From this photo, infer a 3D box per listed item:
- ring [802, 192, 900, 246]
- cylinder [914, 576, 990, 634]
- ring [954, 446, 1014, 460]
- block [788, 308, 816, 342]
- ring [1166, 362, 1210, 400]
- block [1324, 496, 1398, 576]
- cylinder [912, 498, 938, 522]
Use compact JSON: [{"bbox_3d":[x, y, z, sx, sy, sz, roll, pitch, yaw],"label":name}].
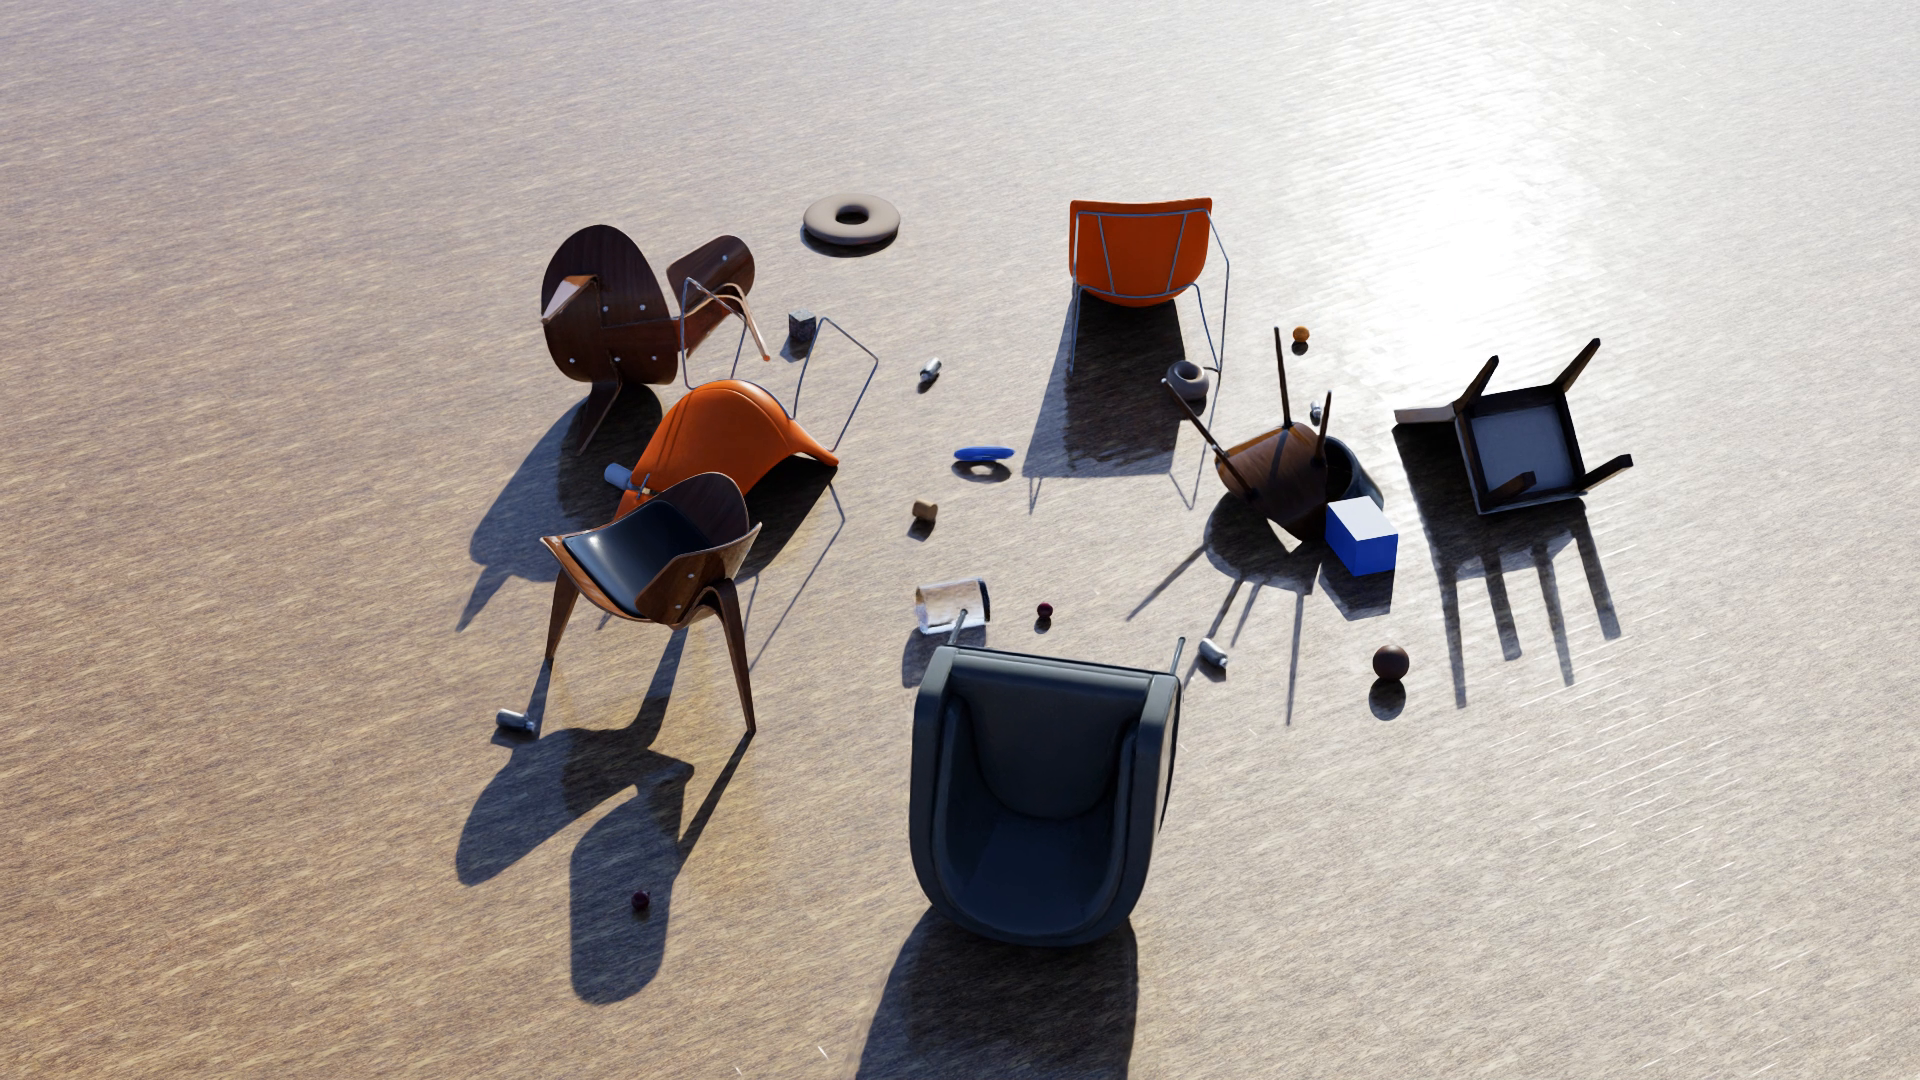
[{"bbox_3d":[-0.482,-1.428,13.053,0.436,0.066,0.466,-2,34,-4],"label":"ring"},{"bbox_3d":[-0.027,0.234,10.429,0.230,0.178,0.169,-9,56,-14],"label":"cylinder"},{"bbox_3d":[0.095,-0.338,11.387,0.242,0.086,0.039,-2,72,9],"label":"ring"},{"bbox_3d":[-0.656,-0.896,12.216,0.080,0.098,0.088,-21,39,-29],"label":"block"},{"bbox_3d":[0.920,-0.644,11.844,0.170,0.087,0.242,-8,33,-9],"label":"ring"},{"bbox_3d":[1.482,-0.015,10.823,0.166,0.158,0.265,-10,35,-15],"label":"block"},{"bbox_3d":[-0.132,-0.112,11.047,0.067,0.078,0.073,20,79,27],"label":"cylinder"}]
